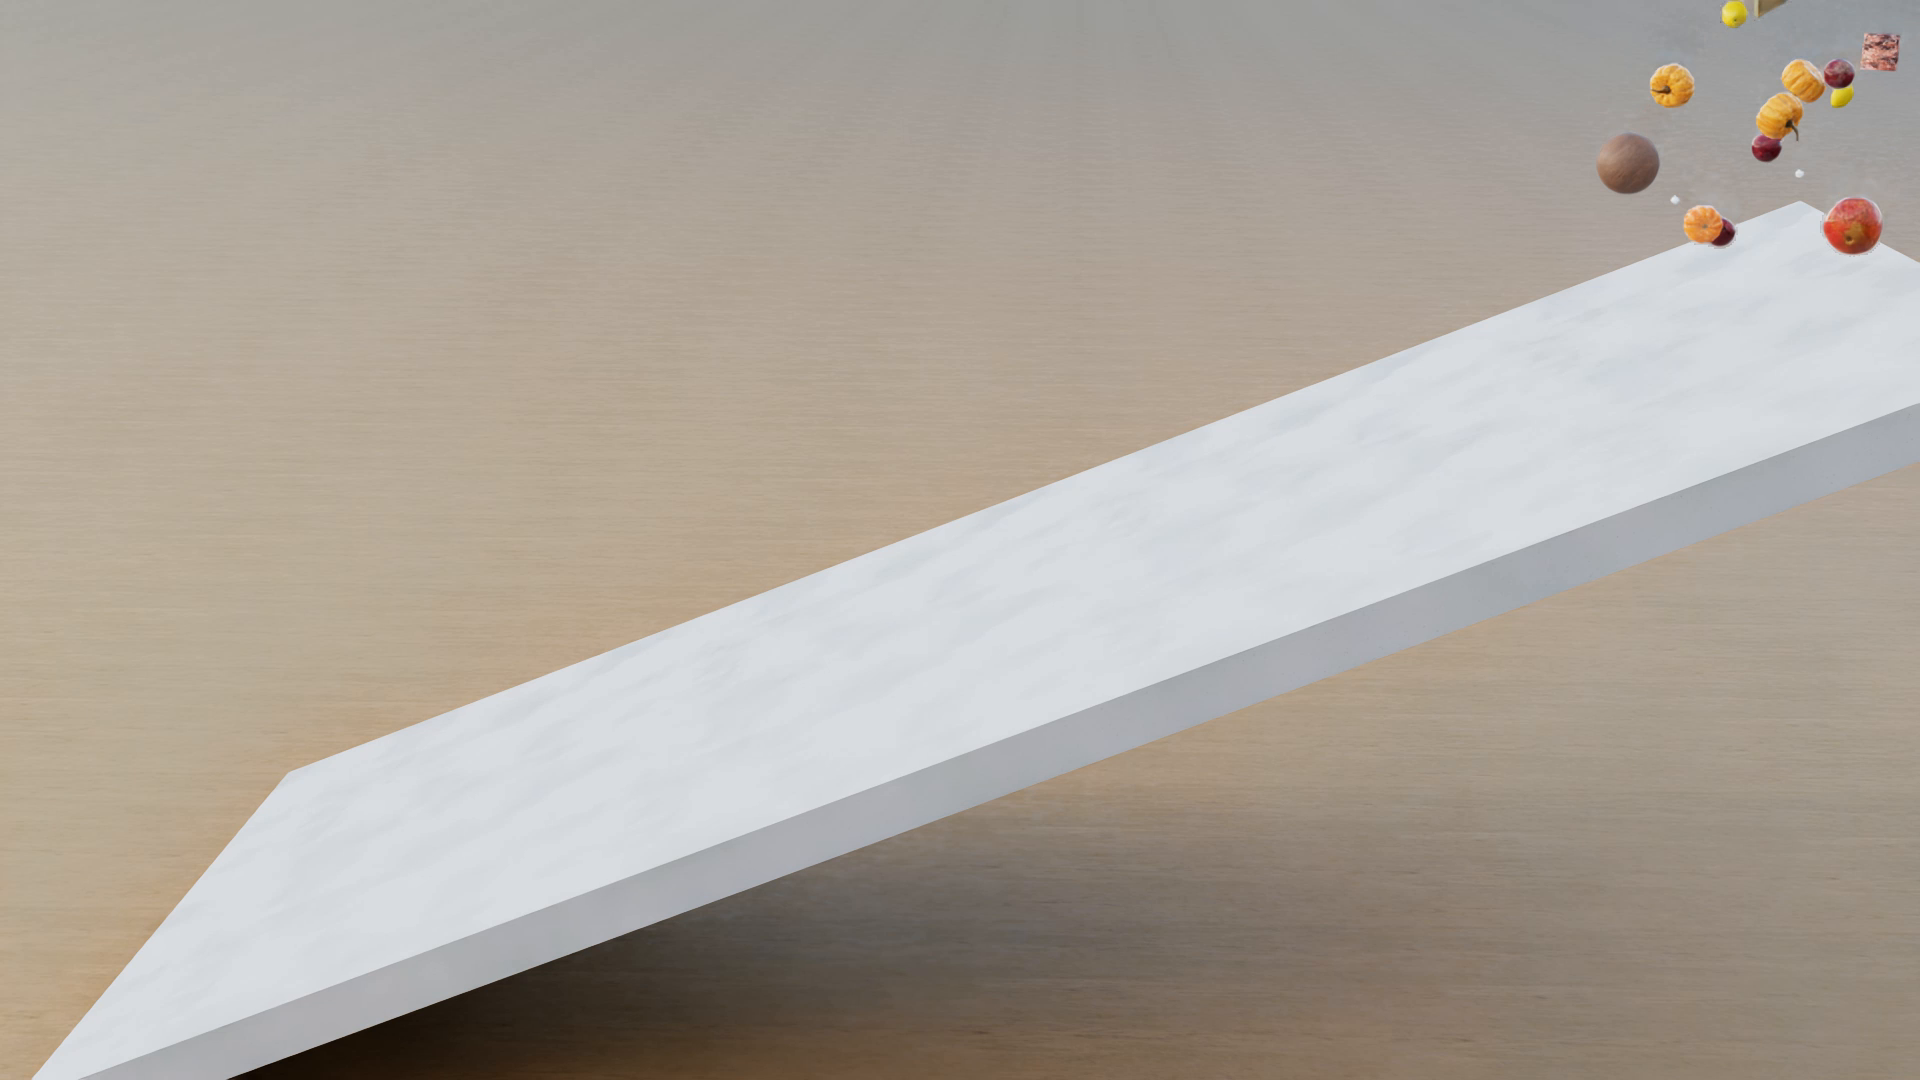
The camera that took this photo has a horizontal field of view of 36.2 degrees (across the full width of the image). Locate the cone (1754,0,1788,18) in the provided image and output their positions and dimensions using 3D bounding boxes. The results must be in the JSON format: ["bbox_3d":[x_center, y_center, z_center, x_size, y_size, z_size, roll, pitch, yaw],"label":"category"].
[{"bbox_3d":[1.590,-1.059,5.704,0.090,0.090,0.090,-3,13,10],"label":"cone"}]

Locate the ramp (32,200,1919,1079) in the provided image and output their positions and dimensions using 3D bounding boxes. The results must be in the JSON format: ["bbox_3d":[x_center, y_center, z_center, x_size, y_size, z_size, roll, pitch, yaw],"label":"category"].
[{"bbox_3d":[0.122,0.174,6.291,4.000,0.100,2.000,-21,12,7],"label":"ramp"}]

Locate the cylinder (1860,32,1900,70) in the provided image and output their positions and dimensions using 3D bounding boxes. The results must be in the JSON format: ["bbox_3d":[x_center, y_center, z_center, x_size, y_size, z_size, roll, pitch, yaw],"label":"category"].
[{"bbox_3d":[1.874,-0.994,5.988,0.071,0.071,0.071,3,13,-1],"label":"cylinder"}]
